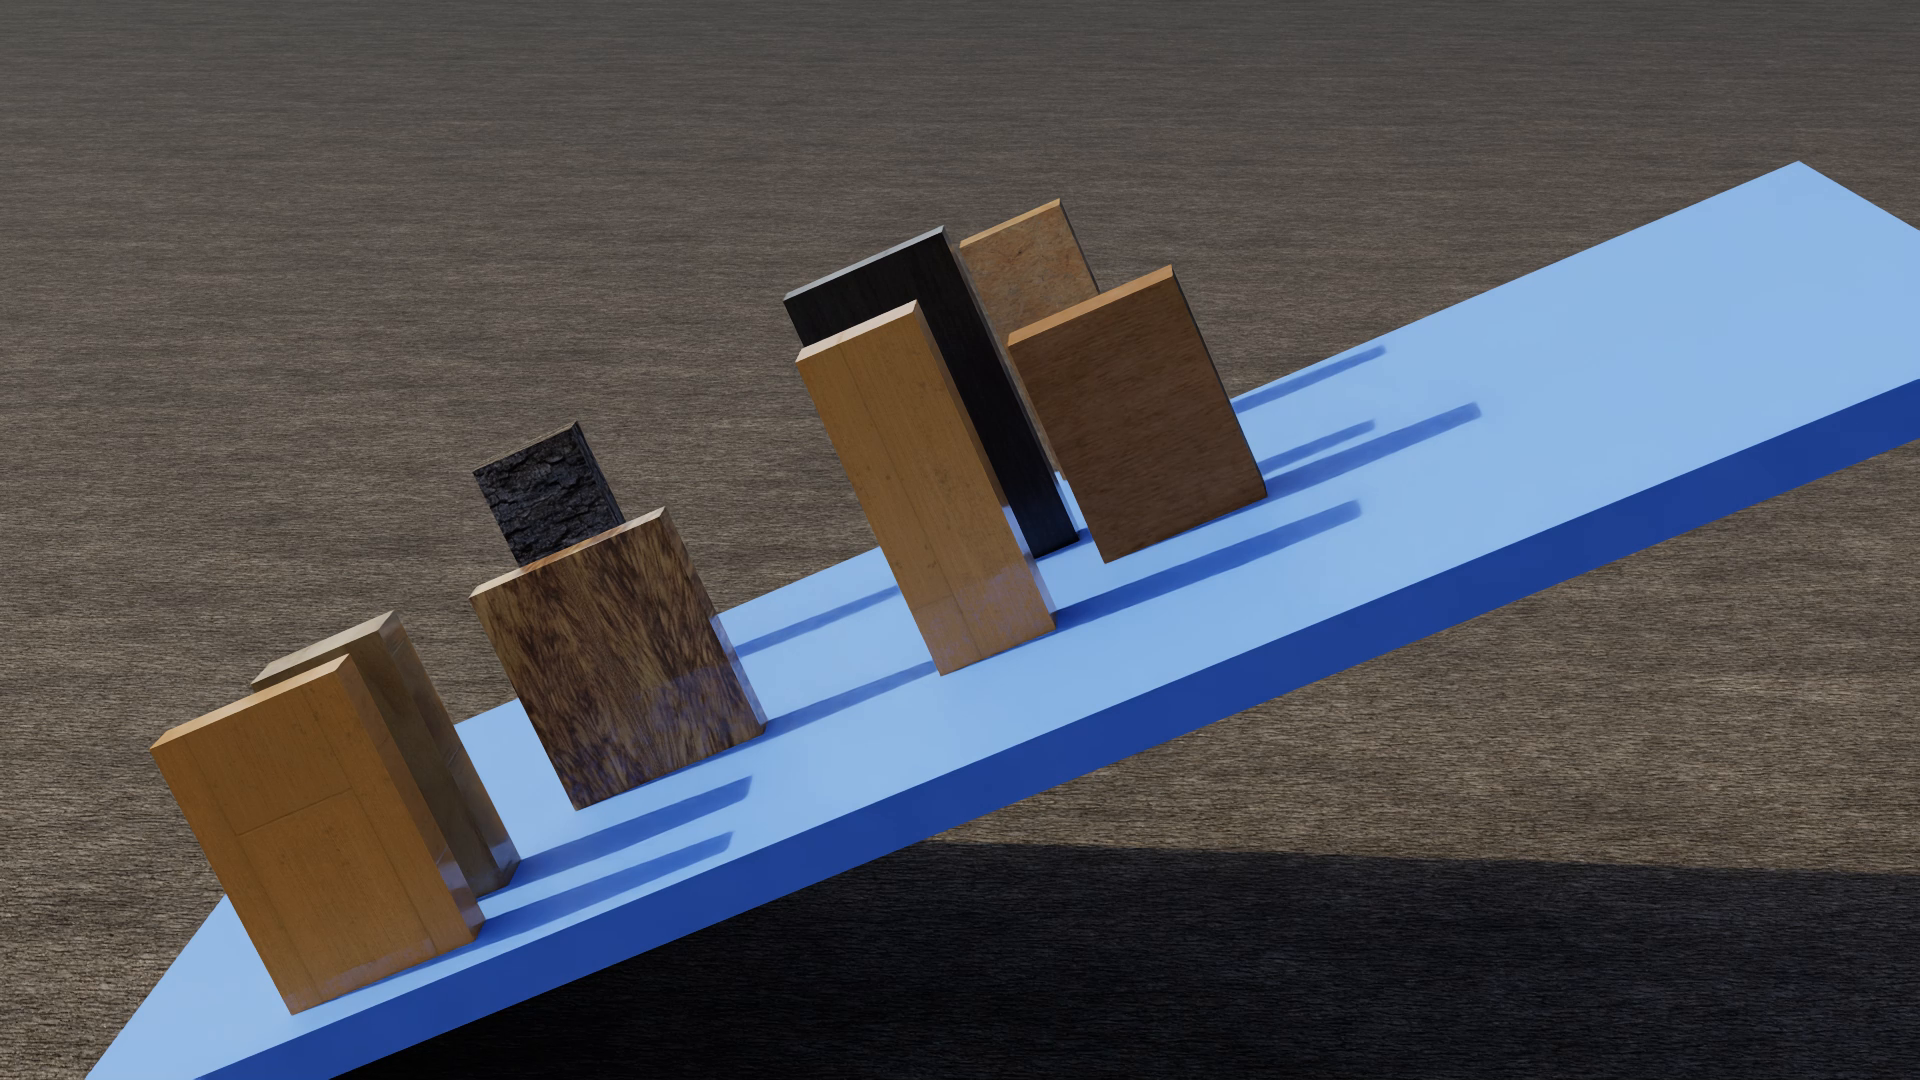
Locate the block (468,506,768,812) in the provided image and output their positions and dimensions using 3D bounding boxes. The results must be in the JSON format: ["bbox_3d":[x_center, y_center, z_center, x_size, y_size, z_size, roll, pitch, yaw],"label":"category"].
[{"bbox_3d":[-0.708,0.250,6.130,0.438,0.508,0.088,-23,13,8],"label":"block"}]

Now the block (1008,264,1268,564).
[{"bbox_3d":[0.375,-0.264,6.200,0.372,0.510,0.142,-23,13,8],"label":"block"}]

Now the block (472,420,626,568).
[{"bbox_3d":[-0.879,0.066,6.888,0.253,0.641,0.094,-23,13,8],"label":"block"}]

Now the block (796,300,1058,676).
[{"bbox_3d":[-0.063,-0.103,5.912,0.254,0.705,0.136,-23,13,8],"label":"block"}]

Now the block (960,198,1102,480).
[{"bbox_3d":[0.244,-0.480,7.068,0.258,0.619,0.105,-23,13,8],"label":"block"}]

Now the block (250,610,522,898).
[{"bbox_3d":[-1.145,0.468,5.893,0.283,0.579,0.142,-23,13,8],"label":"block"}]

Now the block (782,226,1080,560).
[{"bbox_3d":[-0.058,-0.271,6.485,0.378,0.749,0.095,-23,13,8],"label":"block"}]

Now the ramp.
[{"bbox_3d":[0.131,0.170,6.285,4.000,0.100,2.000,-23,13,8],"label":"ramp"}]

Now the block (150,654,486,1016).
[{"bbox_3d":[-1.223,0.565,5.621,0.397,0.588,0.107,-23,13,8],"label":"block"}]
